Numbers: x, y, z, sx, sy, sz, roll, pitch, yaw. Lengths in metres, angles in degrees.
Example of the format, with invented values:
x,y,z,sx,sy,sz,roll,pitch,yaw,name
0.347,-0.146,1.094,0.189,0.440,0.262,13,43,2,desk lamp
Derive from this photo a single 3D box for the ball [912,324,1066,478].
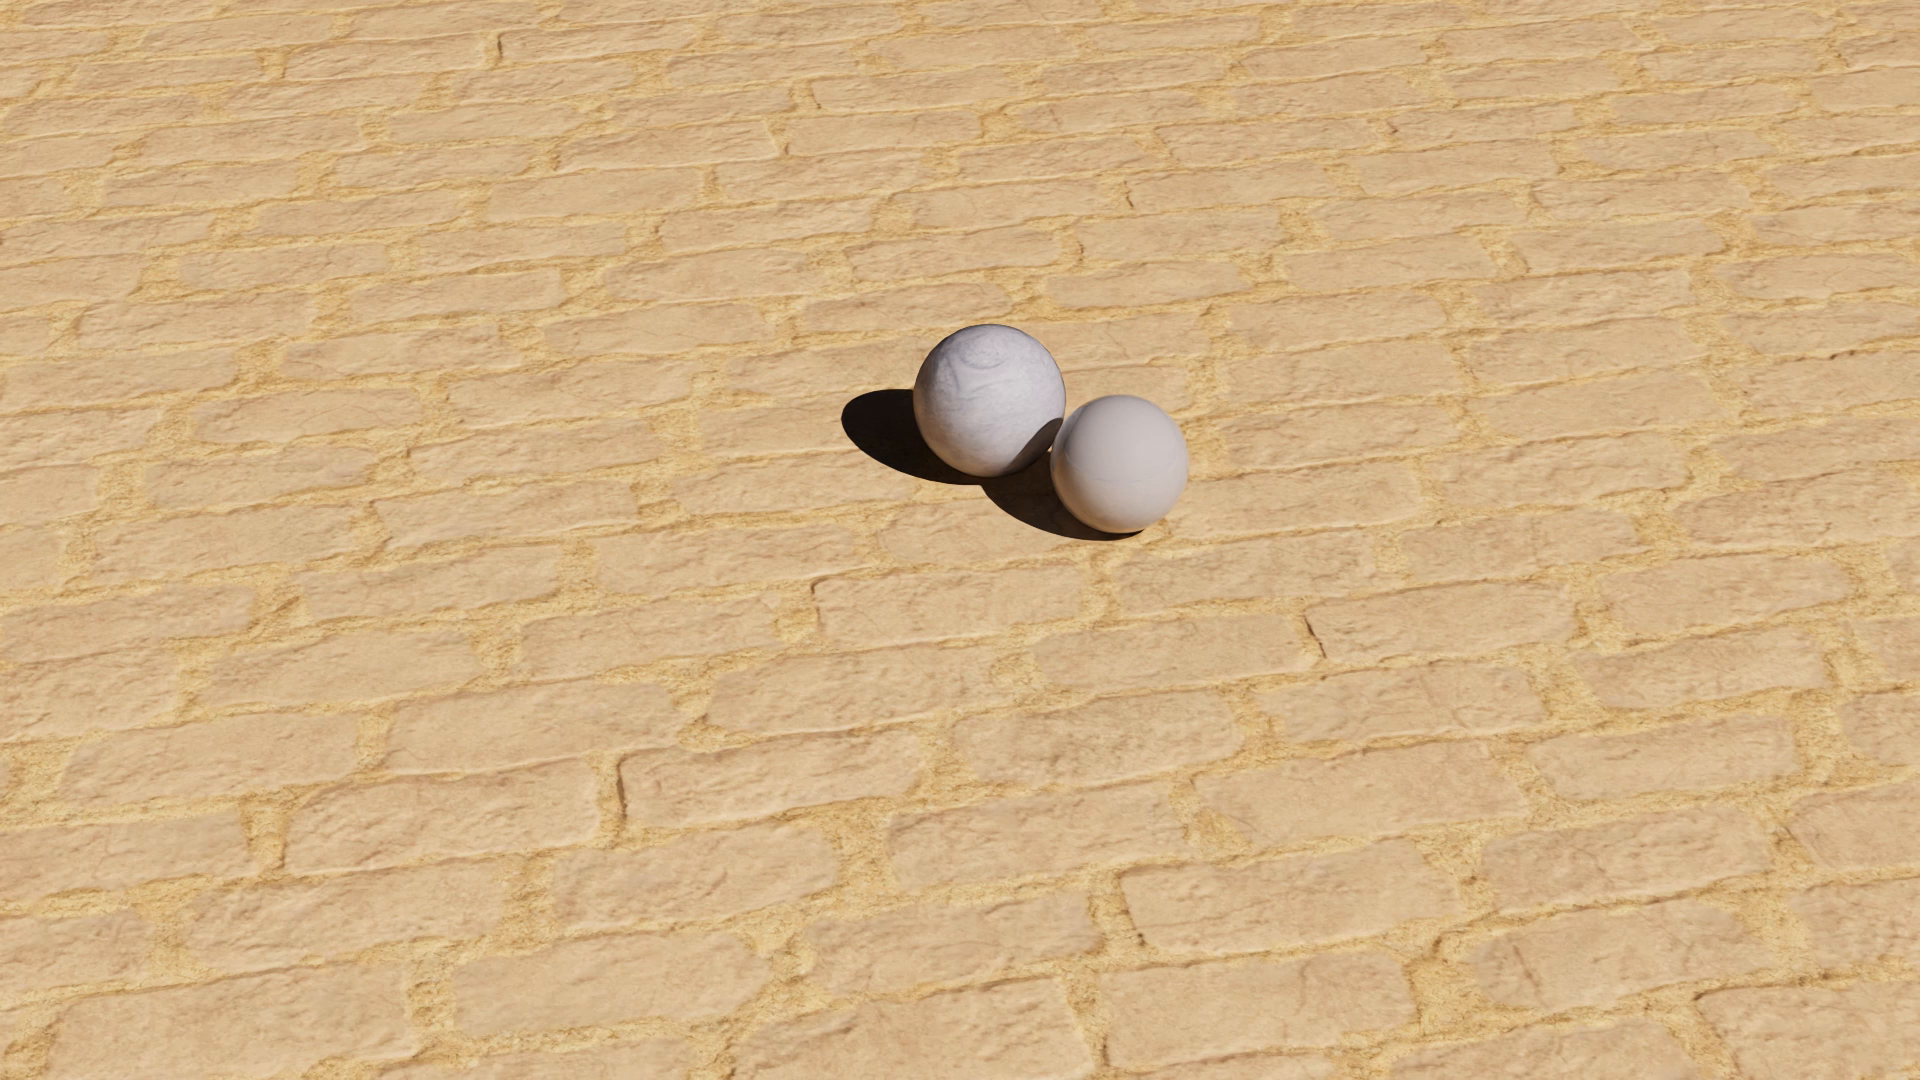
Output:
x,y,z,sx,sy,sz,roll,pitch,yaw,name
0.017,-0.082,1.735,0.091,0.091,0.091,0,32,0,ball

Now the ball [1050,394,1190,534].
x,y,z,sx,sy,sz,roll,pitch,yaw,name
0.091,-0.044,1.682,0.080,0.080,0.080,0,32,0,ball
